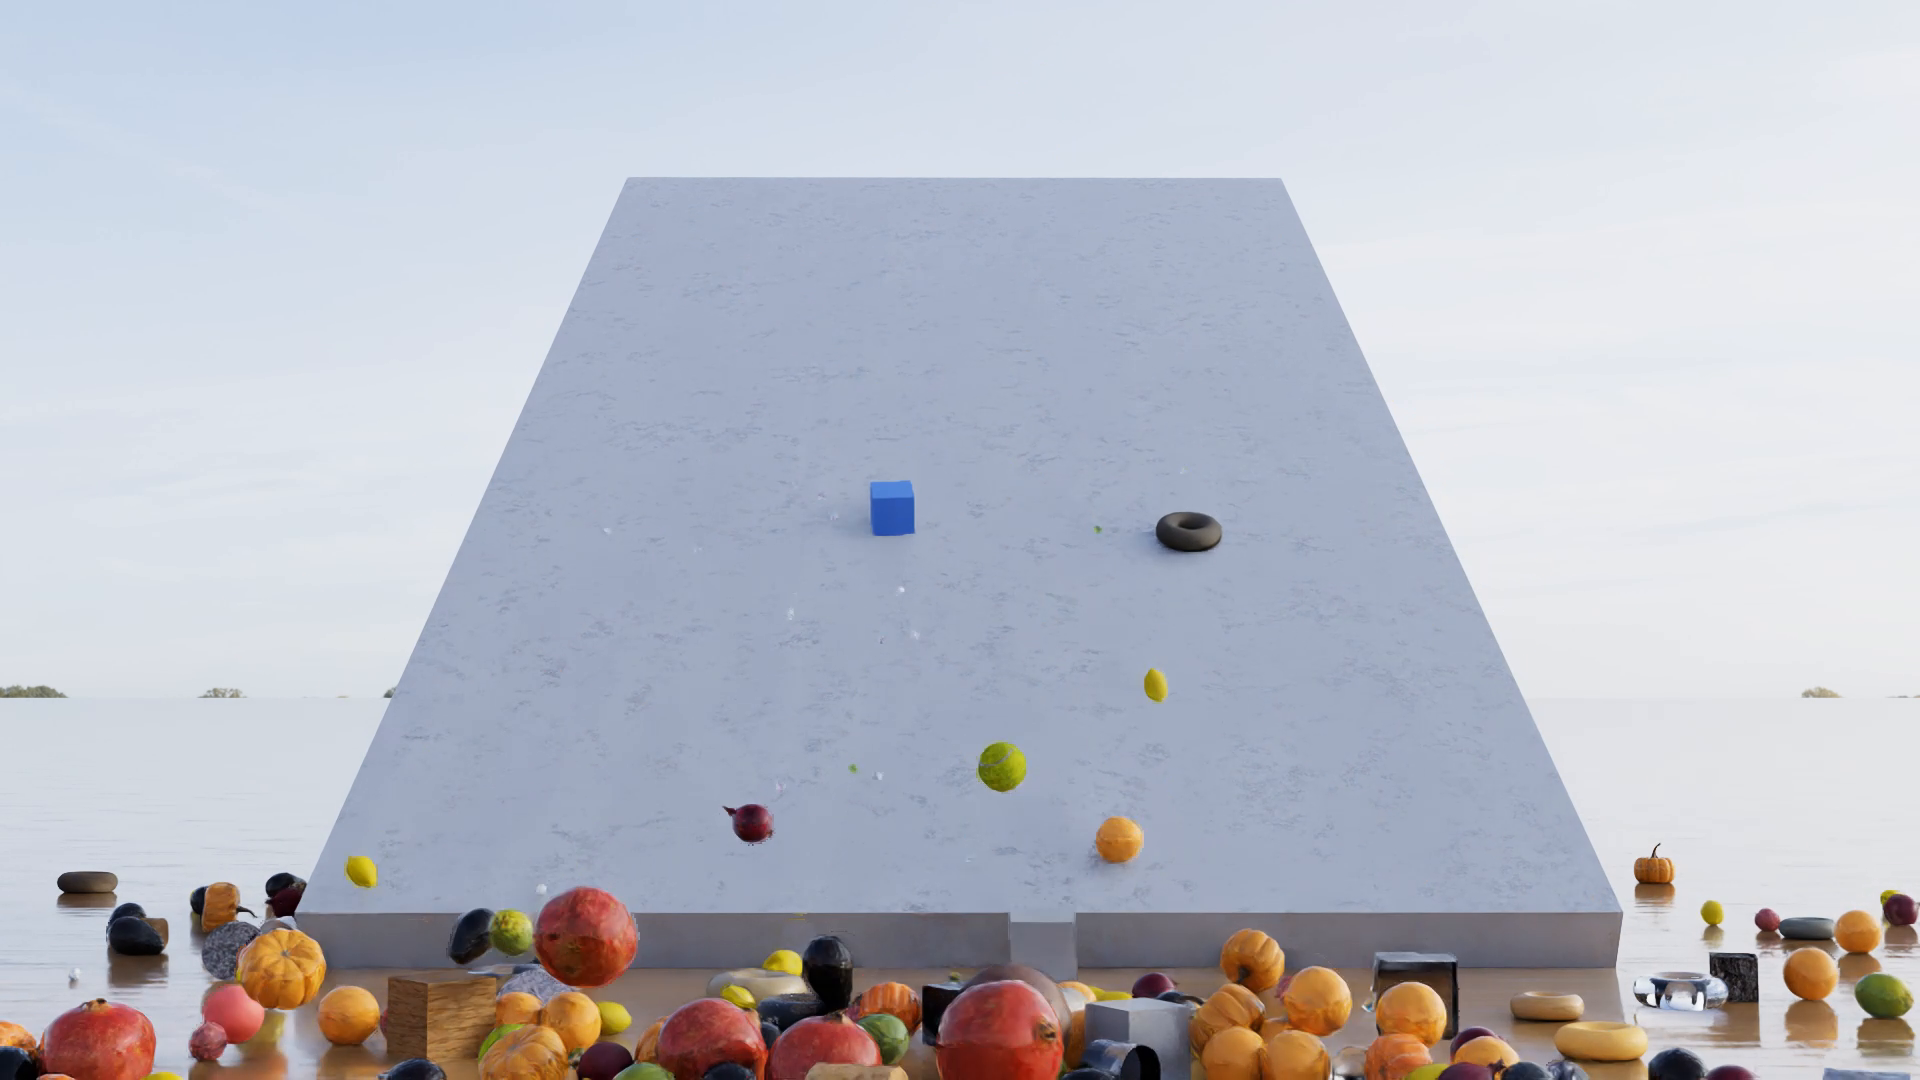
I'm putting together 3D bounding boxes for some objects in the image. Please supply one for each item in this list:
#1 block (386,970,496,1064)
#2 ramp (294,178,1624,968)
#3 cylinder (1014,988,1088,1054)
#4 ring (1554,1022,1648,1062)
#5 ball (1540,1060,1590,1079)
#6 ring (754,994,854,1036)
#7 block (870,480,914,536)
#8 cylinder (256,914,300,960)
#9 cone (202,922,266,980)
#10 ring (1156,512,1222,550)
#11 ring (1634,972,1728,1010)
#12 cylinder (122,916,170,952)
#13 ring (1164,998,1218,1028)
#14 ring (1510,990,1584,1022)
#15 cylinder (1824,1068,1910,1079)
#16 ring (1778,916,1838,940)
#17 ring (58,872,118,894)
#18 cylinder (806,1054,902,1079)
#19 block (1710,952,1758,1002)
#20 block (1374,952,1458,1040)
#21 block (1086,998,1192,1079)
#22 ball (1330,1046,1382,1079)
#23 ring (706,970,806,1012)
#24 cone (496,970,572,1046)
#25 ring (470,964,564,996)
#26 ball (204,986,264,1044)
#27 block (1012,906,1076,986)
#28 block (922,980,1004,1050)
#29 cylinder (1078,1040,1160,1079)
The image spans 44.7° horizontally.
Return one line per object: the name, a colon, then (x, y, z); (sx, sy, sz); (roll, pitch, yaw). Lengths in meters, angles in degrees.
block: (-0.601, 0.552, 2.708); (0.090, 0.090, 0.090); (3, -5, -43)
ramp: (-0.009, -0.229, 5.353); (2.000, 0.100, 4.000); (0, 25, 0)
cylinder: (0.111, 0.565, 2.745); (0.069, 0.069, 0.069); (-2, -4, 31)
ring: (0.740, 0.579, 2.697); (0.105, 0.035, 0.105); (-1, -4, 0)
ball: (0.607, 0.547, 2.341); (0.050, 0.050, 0.050); (0, -4, 0)
ring: (-0.193, 0.588, 2.897); (0.123, 0.041, 0.123); (0, -3, 0)
block: (-0.138, -0.065, 4.775); (0.084, 0.084, 0.084); (-3, 25, -6)
cylinder: (-1.066, 0.626, 3.666); (0.065, 0.065, 0.065); (-1, -22, 11)
cone: (-1.068, 0.625, 3.463); (0.092, 0.092, 0.092); (0, -30, -6)
ring: (0.463, -0.018, 4.723); (0.135, 0.045, 0.135); (1, 24, -1)
ring: (0.965, 0.603, 3.128); (0.123, 0.041, 0.123); (-1, -2, 0)
cylinder: (-1.319, 0.639, 3.786); (0.054, 0.054, 0.054); (-3, -4, 7)
ring: (0.281, 0.597, 2.948); (0.092, 0.031, 0.092); (-1, -4, 0)
ring: (0.757, 0.601, 3.013); (0.094, 0.031, 0.094); (-1, -5, 0)
cylinder: (0.830, 0.523, 2.137); (0.073, 0.073, 0.073); (-1, -4, 22)
ring: (1.450, 0.664, 3.994); (0.097, 0.032, 0.097); (-1, -4, 0)
ring: (-1.835, 0.720, 4.916); (0.121, 0.040, 0.121); (1, -4, 0)
cylinder: (-0.095, 0.520, 2.135); (0.079, 0.079, 0.079); (14, 3, 27)
block: (1.059, 0.598, 3.199); (0.060, 0.060, 0.060); (-1, -4, 14)
block: (0.562, 0.561, 2.882); (0.093, 0.093, 0.093); (0, -4, 7)
block: (0.193, 0.544, 2.530); (0.082, 0.082, 0.082); (2, -4, -32)
ball: (0.410, 0.552, 2.424); (0.053, 0.053, 0.053); (0, -4, 0)
ring: (-0.271, 0.600, 3.110); (0.134, 0.045, 0.134); (1, -4, 0)
cone: (-0.507, 0.583, 2.832); (0.096, 0.096, 0.096); (0, -30, 4)
ring: (-0.604, 0.602, 3.150); (0.143, 0.048, 0.143); (0, -2, 0)
ball: (-0.845, 0.553, 2.722); (0.067, 0.067, 0.067); (0, -4, 0)
block: (0.118, 0.577, 3.321); (0.090, 0.090, 0.090); (0, 5, 1)
block: (0.003, 0.567, 2.788); (0.069, 0.069, 0.069); (3, -5, -40)
cylinder: (0.164, 0.546, 2.401); (0.060, 0.060, 0.060); (3, -5, -42)
